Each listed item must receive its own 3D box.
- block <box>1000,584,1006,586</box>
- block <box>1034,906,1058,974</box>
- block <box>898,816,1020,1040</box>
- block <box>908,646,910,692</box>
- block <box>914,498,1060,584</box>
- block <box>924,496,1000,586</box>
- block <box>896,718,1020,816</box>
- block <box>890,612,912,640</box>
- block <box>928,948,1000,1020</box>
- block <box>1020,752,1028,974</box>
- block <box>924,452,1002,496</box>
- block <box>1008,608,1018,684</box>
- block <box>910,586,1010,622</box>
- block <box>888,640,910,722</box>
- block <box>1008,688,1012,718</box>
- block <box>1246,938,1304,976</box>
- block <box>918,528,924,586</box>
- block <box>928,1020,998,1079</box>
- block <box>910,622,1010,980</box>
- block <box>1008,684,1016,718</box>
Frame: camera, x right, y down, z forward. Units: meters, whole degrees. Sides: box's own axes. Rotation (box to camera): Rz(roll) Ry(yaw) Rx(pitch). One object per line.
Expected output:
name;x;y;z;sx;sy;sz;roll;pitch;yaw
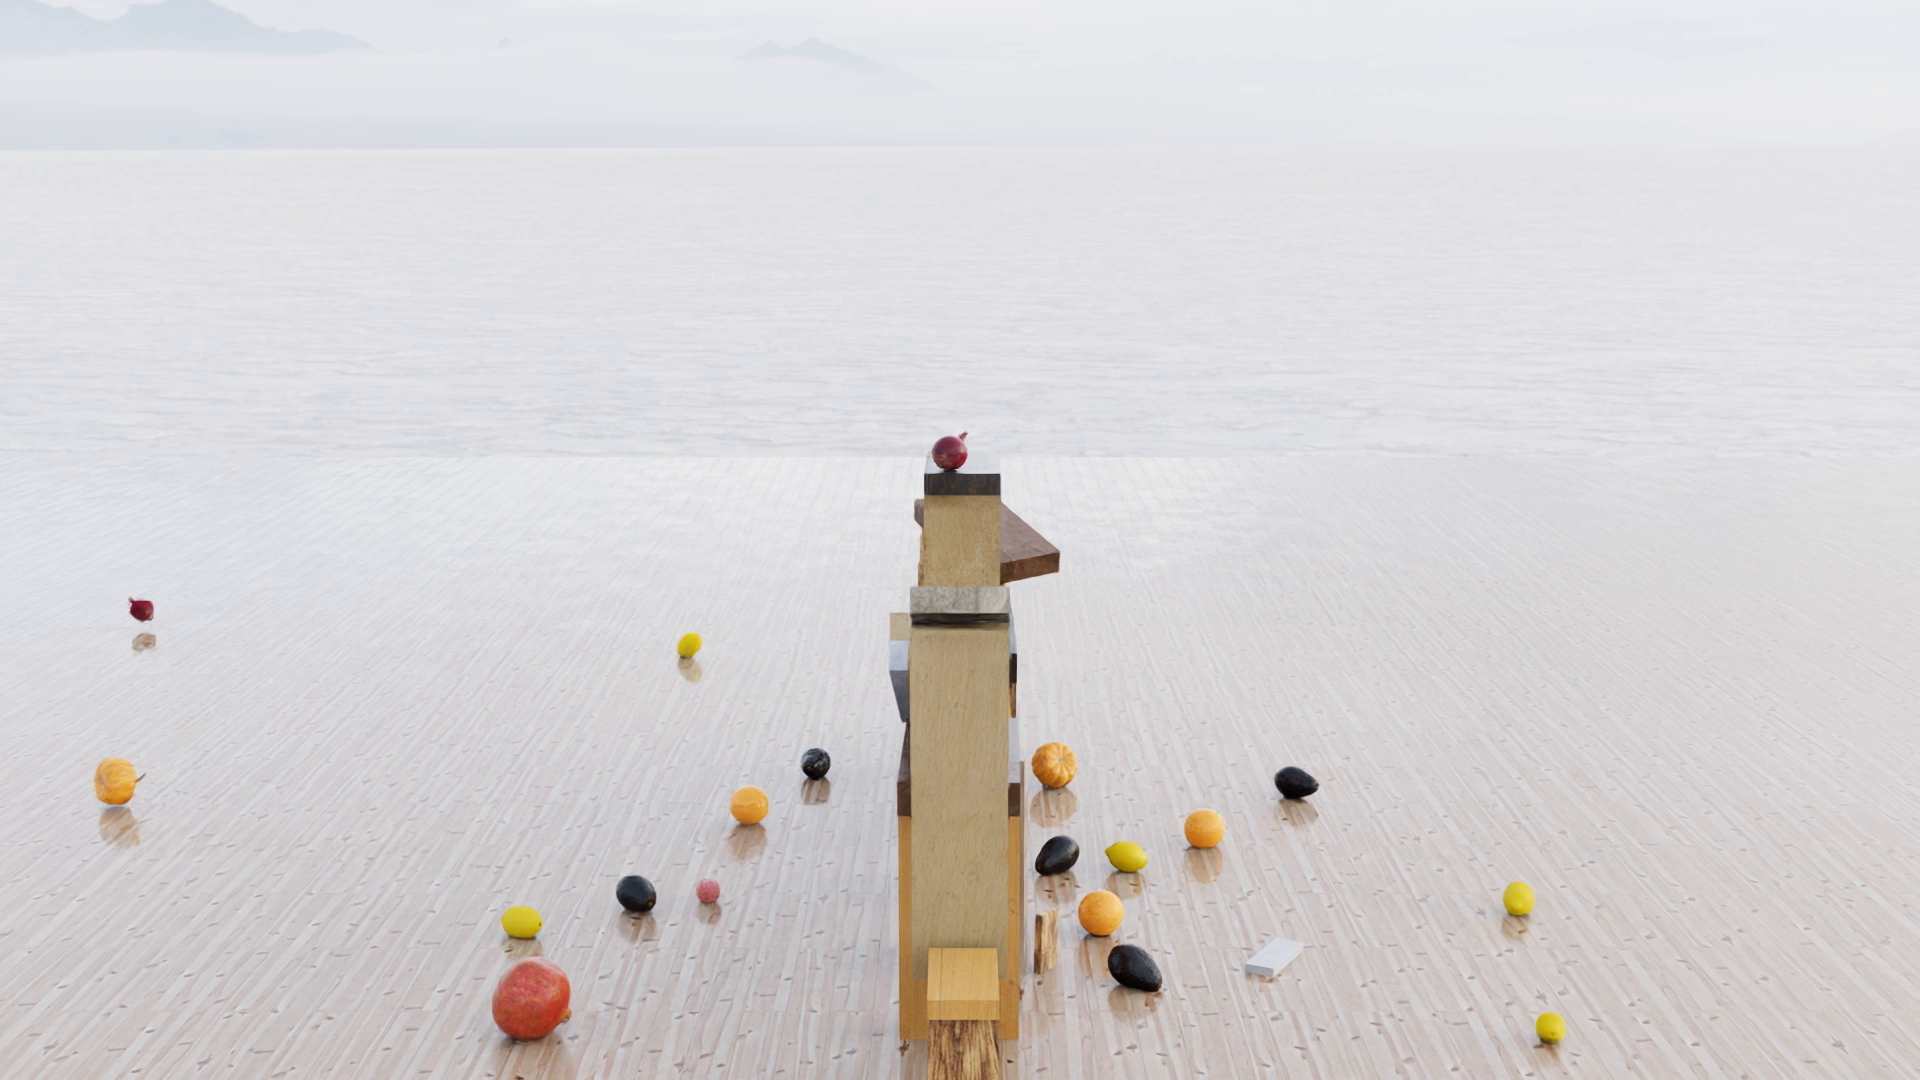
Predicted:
block;0.008;0.084;4.154;0.154;0.044;0.308;2;27;-2
block;0.130;0.606;3.330;0.013;0.091;0.045;7;11;34
block;-0.001;0.530;3.074;0.167;0.335;0.047;0;11;0
block;-0.003;0.229;2.931;0.125;0.250;0.035;0;51;1
block;0.049;-0.009;4.246;0.154;0.044;0.308;-11;30;-26
block;0.003;0.043;3.686;0.127;0.254;0.036;-1;14;-3
block;0.001;0.322;3.150;0.167;0.047;0.335;0;11;1
block;-0.022;0.134;3.246;0.153;0.043;0.305;1;-4;0
block;0.004;0.561;2.786;0.089;0.025;0.177;0;11;0
block;0.016;0.485;3.319;0.167;0.335;0.047;2;11;9
block;0.005;-0.115;3.737;0.127;0.036;0.254;0;11;0
block;0.005;0.179;3.794;0.178;0.050;0.356;0;11;0
block;0.000;0.108;2.898;0.125;0.035;0.250;0;-16;0
block;-0.019;0.212;3.246;0.153;0.043;0.364;0;-16;1
block;0.004;0.294;3.474;0.153;0.043;0.305;0;10;0
block;0.482;0.639;3.370;0.045;0.013;0.125;6;12;29
block;-0.004;0.052;4.394;0.154;0.044;0.402;0;17;0
block;0.004;0.671;2.746;0.089;0.177;0.025;0;11;0
block;0.000;0.342;2.852;0.125;0.479;0.035;0;15;1
block;0.005;0.400;3.714;0.178;0.356;0.050;0;11;0
